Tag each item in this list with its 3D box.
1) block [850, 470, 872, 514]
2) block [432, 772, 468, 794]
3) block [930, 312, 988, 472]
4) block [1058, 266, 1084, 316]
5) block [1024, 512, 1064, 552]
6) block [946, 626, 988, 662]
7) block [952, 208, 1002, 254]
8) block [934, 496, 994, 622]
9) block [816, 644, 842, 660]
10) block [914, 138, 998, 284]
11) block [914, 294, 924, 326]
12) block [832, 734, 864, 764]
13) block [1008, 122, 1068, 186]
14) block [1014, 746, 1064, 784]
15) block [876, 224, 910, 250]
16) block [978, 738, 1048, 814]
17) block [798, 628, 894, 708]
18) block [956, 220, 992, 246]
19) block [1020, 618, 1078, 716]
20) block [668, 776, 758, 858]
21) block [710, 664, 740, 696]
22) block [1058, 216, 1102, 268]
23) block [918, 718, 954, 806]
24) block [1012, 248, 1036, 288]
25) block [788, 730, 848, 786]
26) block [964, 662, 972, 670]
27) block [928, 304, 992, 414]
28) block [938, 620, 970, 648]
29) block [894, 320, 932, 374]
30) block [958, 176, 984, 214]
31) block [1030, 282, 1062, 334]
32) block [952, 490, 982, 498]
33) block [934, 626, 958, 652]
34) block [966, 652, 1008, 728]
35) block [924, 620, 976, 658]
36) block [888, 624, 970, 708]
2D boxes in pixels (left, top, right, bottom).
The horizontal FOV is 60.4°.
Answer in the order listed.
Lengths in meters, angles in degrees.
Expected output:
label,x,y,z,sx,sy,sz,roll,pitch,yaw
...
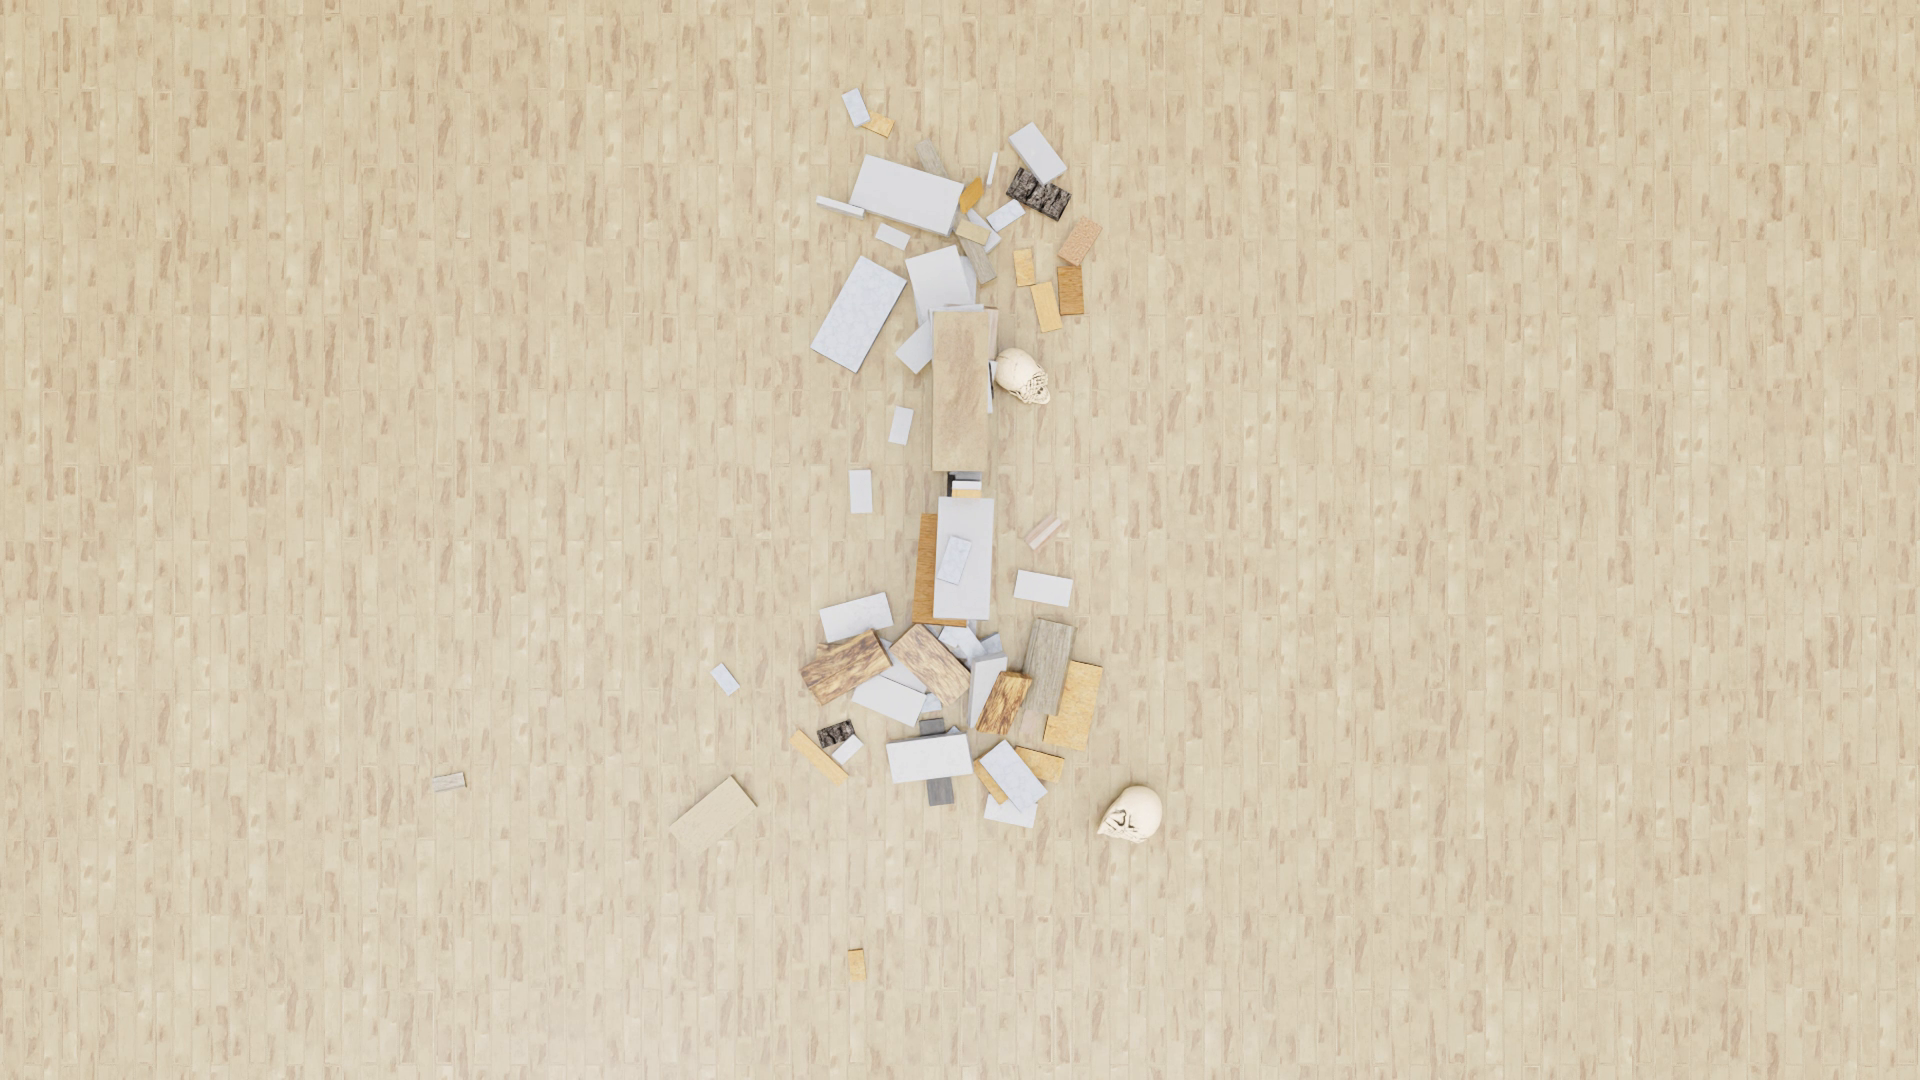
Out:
label,x,y,z,sx,sy,sz,roll,pitch,yaw
block,-0.329,-0.161,5.490,0.071,0.020,0.142,-3,90,0
block,-1.701,0.809,5.493,0.105,0.015,0.053,-12,90,0
block,-0.002,-0.473,5.259,0.174,0.049,0.504,0,96,-8
block,0.368,-0.830,5.489,0.080,0.023,0.159,-4,90,0
block,0.281,-0.025,5.491,0.130,0.018,0.065,-43,90,0
block,0.020,0.324,5.379,0.060,0.017,0.293,-37,101,-1
block,0.039,-1.031,5.472,0.095,0.027,0.189,-43,82,-1
block,0.012,0.060,5.288,0.177,0.050,0.390,3,81,1
block,-0.393,0.390,5.471,0.166,0.023,0.083,4,90,12
block,-0.015,-1.088,5.458,0.059,0.017,0.525,-26,83,7
block,-0.096,-0.758,5.487,0.095,0.027,0.246,-9,90,0
block,-0.374,0.695,5.483,0.101,0.014,0.050,-44,102,6
block,0.257,-1.279,5.470,0.098,0.028,0.196,-35,85,-9
block,0.257,0.747,5.488,0.167,0.024,0.083,15,90,0
block,-0.224,-1.009,5.492,0.106,0.015,0.053,24,90,0
block,0.175,0.780,5.449,0.112,0.032,0.223,-39,85,-8
block,-0.376,0.421,5.434,0.283,0.040,0.142,-30,83,10
block,0.044,-1.012,5.428,0.106,0.015,0.053,23,91,10
block,0.286,0.419,5.454,0.142,0.040,0.299,12,89,21
block,-0.821,0.920,5.481,0.271,0.038,0.135,-40,90,0
block,-0.782,0.464,5.493,0.050,0.014,0.101,-38,90,0
block,0.398,-0.990,5.477,0.080,0.023,0.159,32,84,5
block,-0.078,0.739,5.488,0.083,0.024,0.285,-7,90,0
block,0.213,-0.906,5.492,0.059,0.017,0.119,-8,90,0
block,-0.470,0.727,5.493,0.228,0.015,0.053,43,90,0
block,0.065,0.438,5.493,0.052,0.015,0.103,-38,90,0
block,0.001,-0.575,5.299,0.174,0.049,0.348,-6,97,-7
block,-0.014,0.279,5.386,0.065,0.018,0.131,27,94,-10
block,-0.109,-0.642,5.345,0.098,0.028,0.196,44,106,-10
block,0.037,-1.138,5.442,0.017,0.060,0.121,17,52,27
block,0.287,-0.774,5.490,0.071,0.020,0.159,-14,90,0
block,0.019,-0.149,5.306,0.091,0.182,0.026,2,92,-1
block,-0.042,0.277,5.411,0.083,0.023,0.166,-33,101,8
block,0.088,0.491,5.400,0.112,0.032,0.263,-9,123,-21
block,-0.034,0.211,5.433,0.177,0.050,0.355,1,104,1
block,-0.089,0.406,5.433,0.135,0.038,0.276,-44,99,8
